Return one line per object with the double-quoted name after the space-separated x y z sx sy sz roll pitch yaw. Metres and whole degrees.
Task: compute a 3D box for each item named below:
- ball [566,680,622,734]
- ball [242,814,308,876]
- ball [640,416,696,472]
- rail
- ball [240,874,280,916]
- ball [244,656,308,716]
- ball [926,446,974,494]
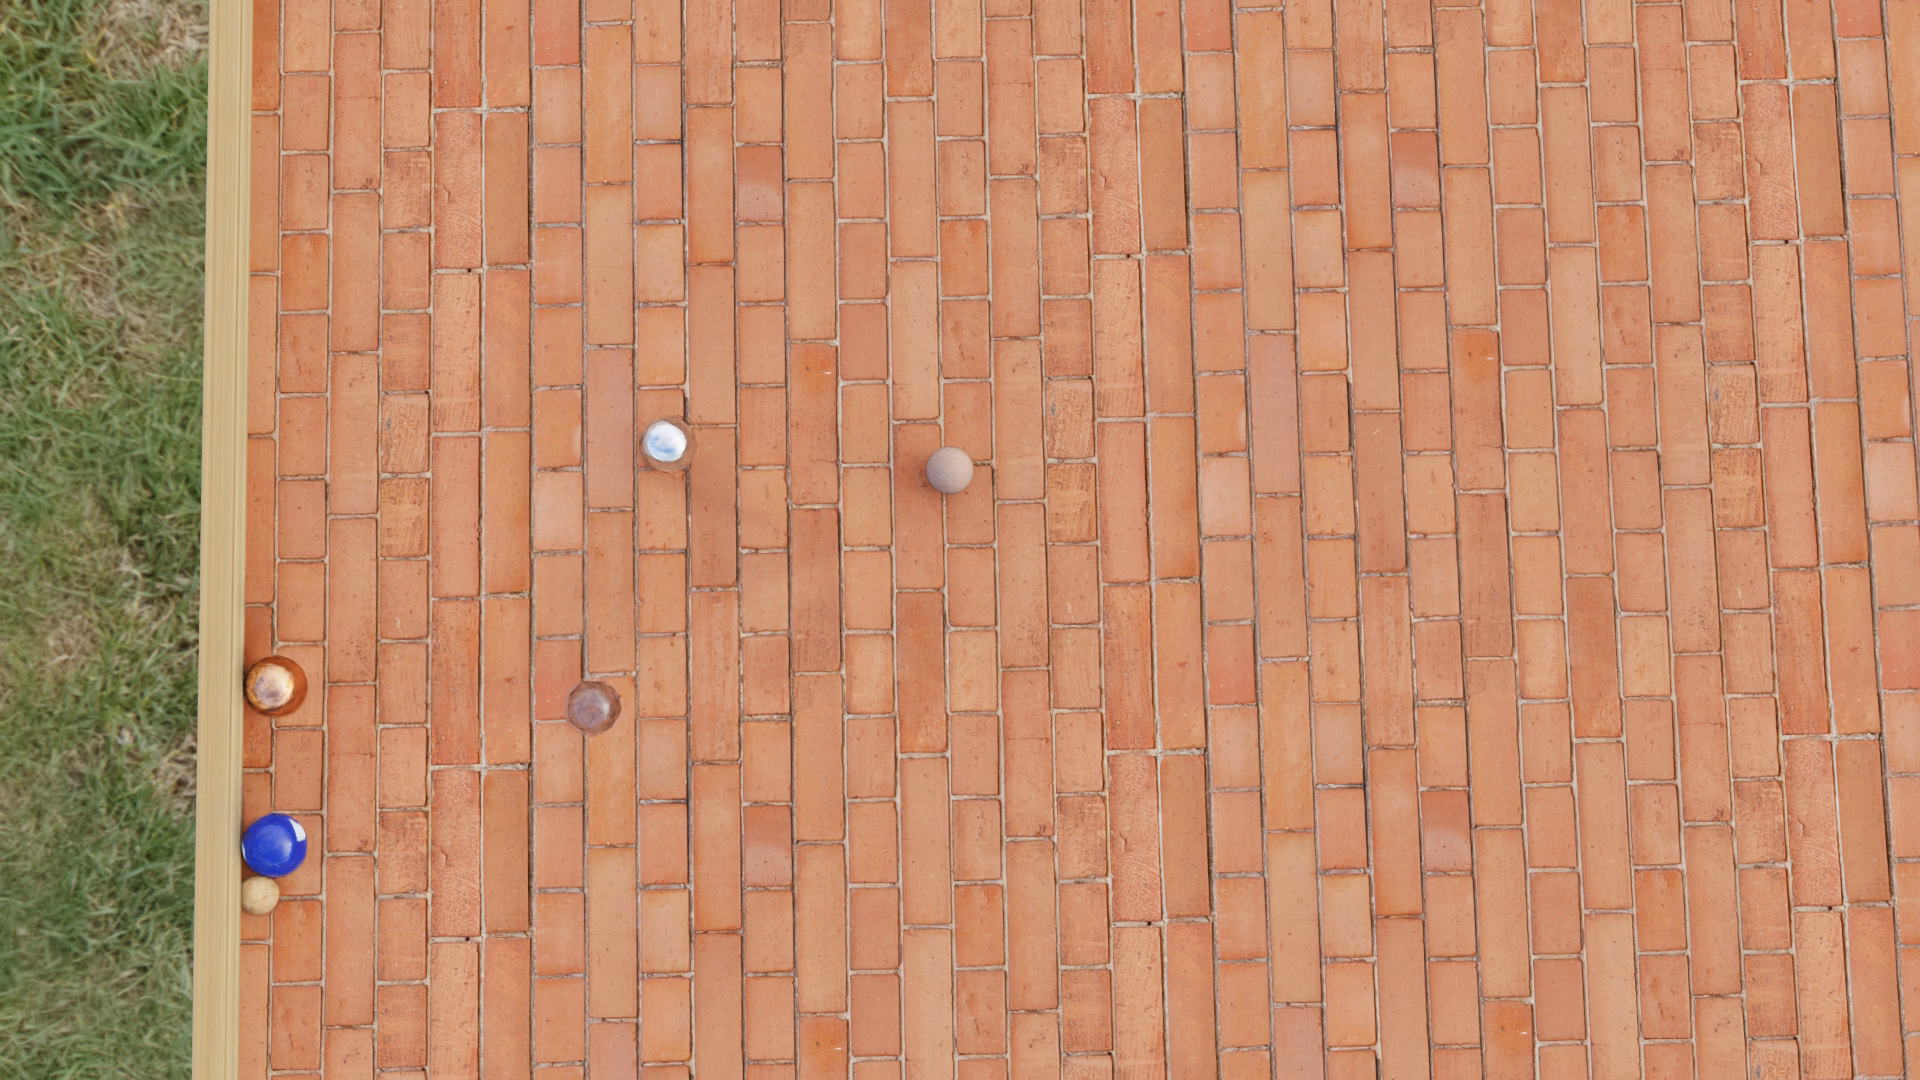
-0.536 0.245 3.222 0.079 0.079 0.079 0 84 0 "ball"
-0.995 0.443 3.194 0.092 0.092 0.092 0 84 0 "ball"
-0.432 -0.142 3.263 0.083 0.083 0.083 0 84 0 "ball"
-1.071 0.021 3.226 0.045 0.119 2.506 -1 84 0 "rail"
-1.021 0.516 3.202 0.059 0.059 0.059 0 84 0 "ball"
-1.002 0.214 3.220 0.089 0.089 0.089 0 84 0 "ball"
-0.015 -0.104 3.265 0.072 0.072 0.072 0 84 0 "ball"
